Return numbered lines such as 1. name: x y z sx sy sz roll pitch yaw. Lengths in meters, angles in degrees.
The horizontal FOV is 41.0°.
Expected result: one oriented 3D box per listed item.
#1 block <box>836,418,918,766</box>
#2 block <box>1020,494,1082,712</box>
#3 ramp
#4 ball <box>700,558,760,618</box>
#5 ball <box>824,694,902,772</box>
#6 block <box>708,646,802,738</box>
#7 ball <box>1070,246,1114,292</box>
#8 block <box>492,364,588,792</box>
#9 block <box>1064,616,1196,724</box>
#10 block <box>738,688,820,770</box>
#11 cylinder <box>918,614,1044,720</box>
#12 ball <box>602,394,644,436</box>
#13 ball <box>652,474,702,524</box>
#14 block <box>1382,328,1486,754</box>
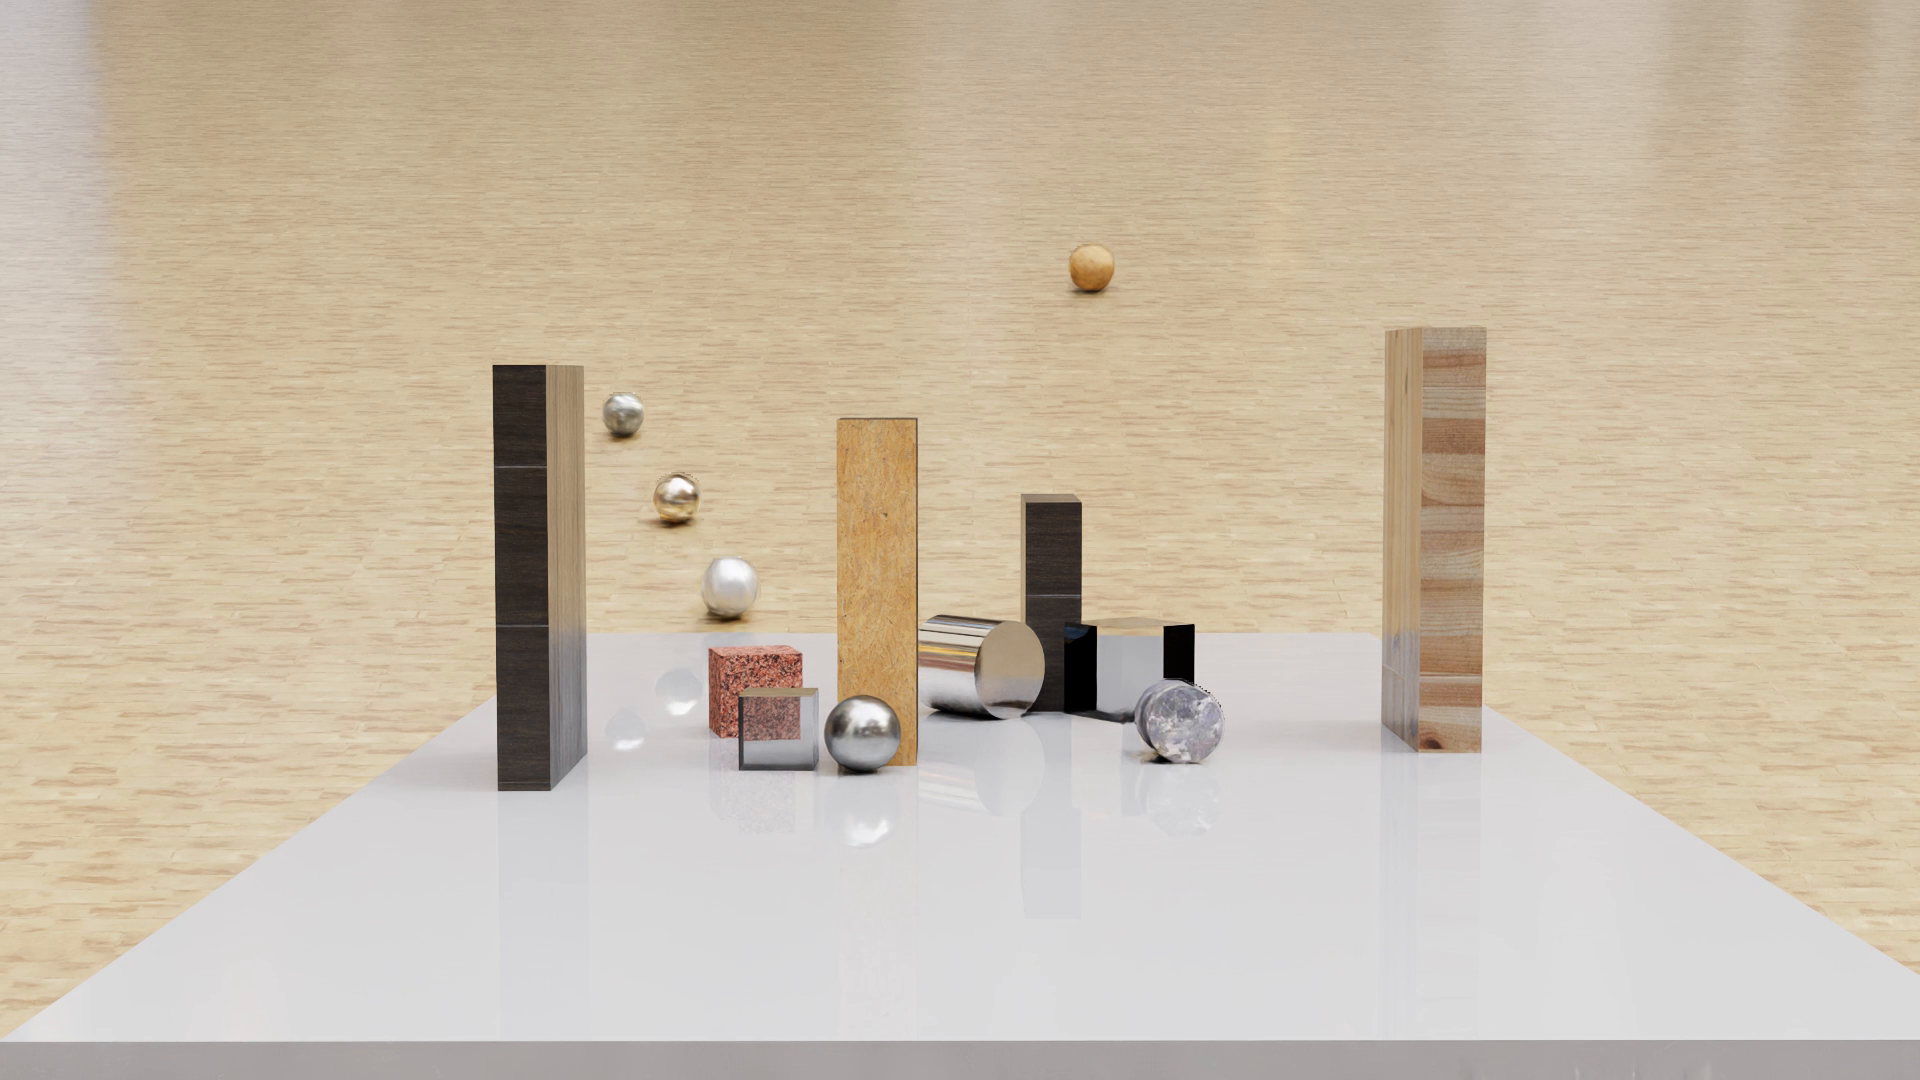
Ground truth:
1. block: -0.140 0.082 4.418 0.132 0.581 0.244 0 4 0
2. block: 0.182 0.119 5.176 0.110 0.409 0.366 0 4 0
3. ramp: 0.046 0.416 4.535 2.000 0.100 4.000 0 4 0
4. ball: -0.618 0.127 6.885 0.159 0.159 0.159 0 20 0
5. ball: -0.161 0.320 4.247 0.128 0.128 0.128 0 20 0
6. block: -0.377 0.278 4.729 0.150 0.150 0.150 -1 4 -14
7. ball: 0.527 -1.086 10.250 0.182 0.182 0.182 0 20 0
8. block: -0.689 0.048 4.239 0.084 0.672 0.412 0 4 0
9. block: 0.327 0.249 4.953 0.179 0.179 0.179 -3 5 -35
10. block: -0.304 0.318 4.320 0.124 0.124 0.124 0 4 2
11. cylinder: 0.031 0.243 4.964 0.189 0.189 0.189 -18 15 -41
12. ball: -1.106 -0.411 8.423 0.140 0.140 0.140 0 20 0
13. ball: -0.838 -0.122 7.606 0.144 0.144 0.144 0 20 0
14. block: 0.850 -0.010 4.627 0.109 0.737 0.391 0 4 0
